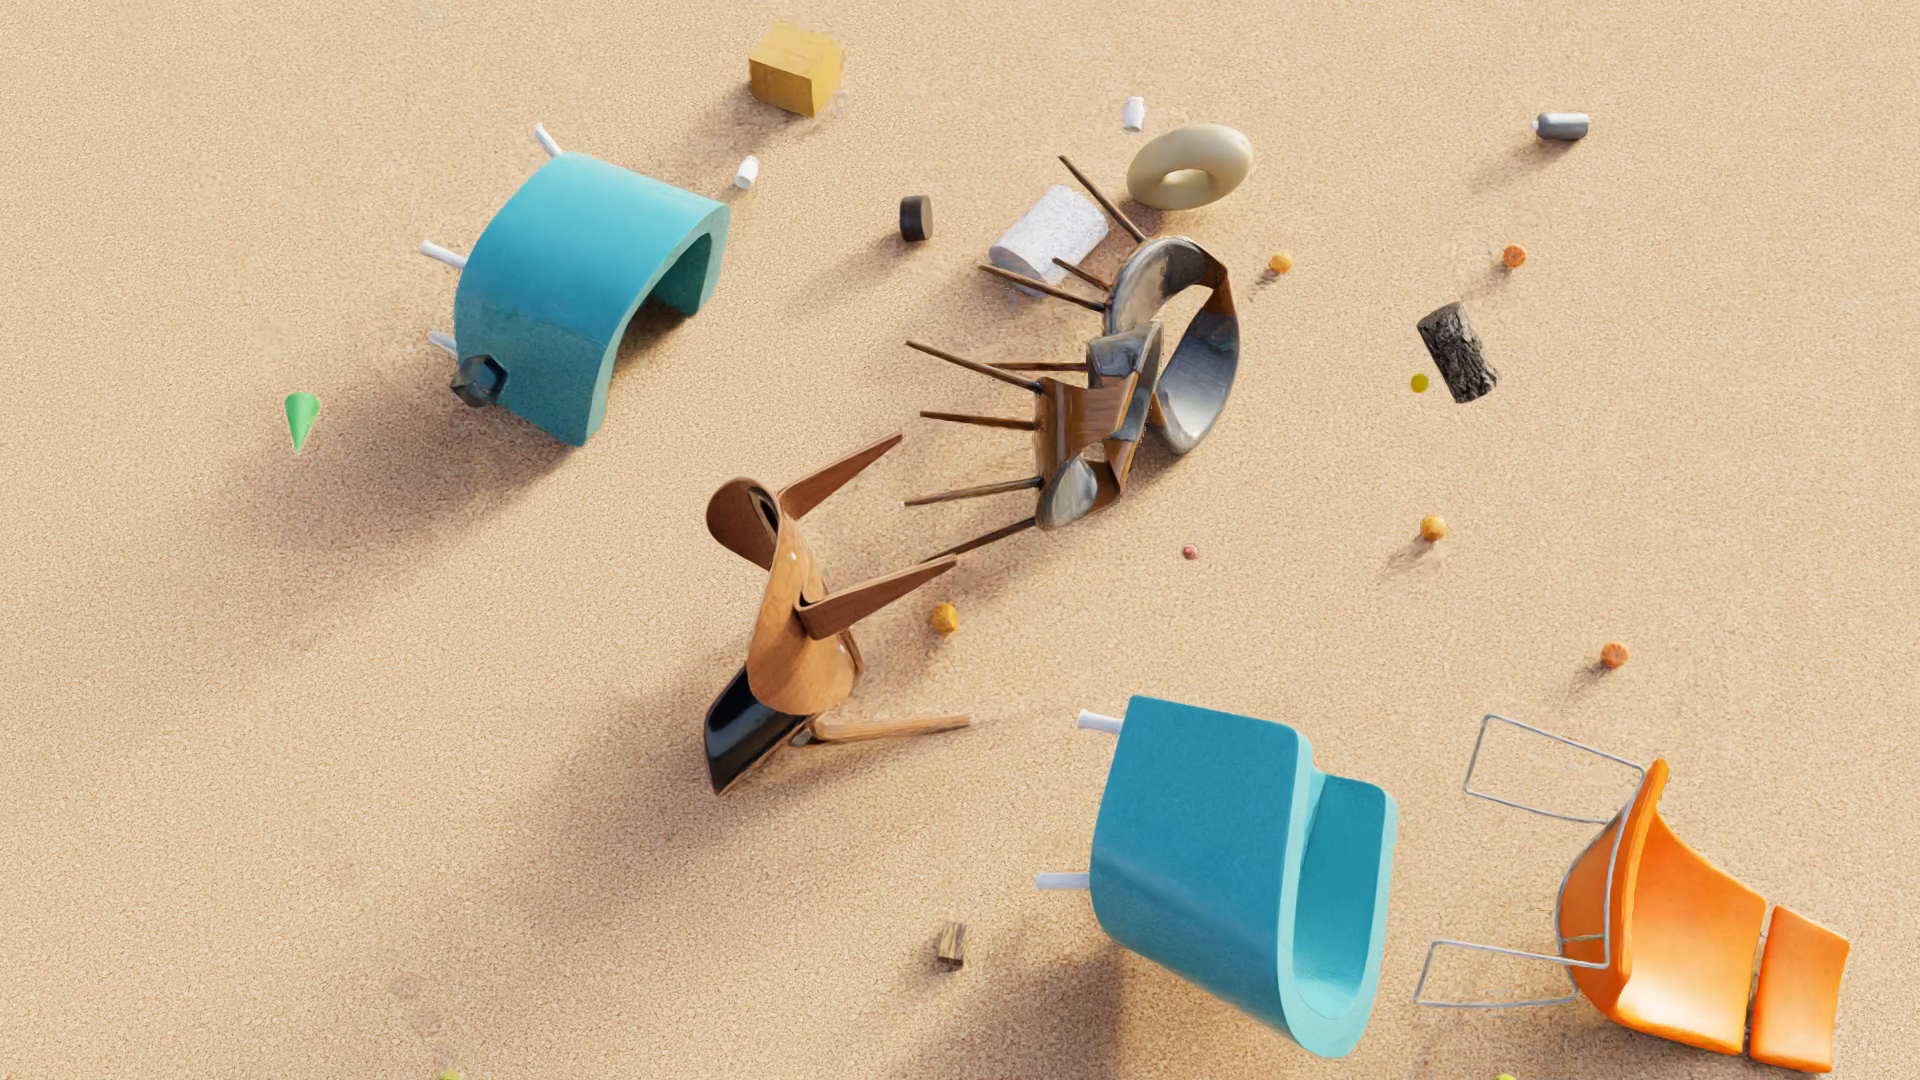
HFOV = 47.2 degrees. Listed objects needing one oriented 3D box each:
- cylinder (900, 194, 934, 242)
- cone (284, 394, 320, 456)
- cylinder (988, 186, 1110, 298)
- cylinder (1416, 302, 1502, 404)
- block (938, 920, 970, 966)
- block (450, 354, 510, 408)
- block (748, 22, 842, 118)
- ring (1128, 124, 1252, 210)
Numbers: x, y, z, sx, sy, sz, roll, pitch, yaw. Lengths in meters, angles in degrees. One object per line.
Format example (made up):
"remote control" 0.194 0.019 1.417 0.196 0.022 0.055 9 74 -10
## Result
"cylinder" -0.143 -1.052 7.192 0.075 0.126 0.149 -3 82 17
"cone" -1.901 -0.317 6.328 0.098 0.112 0.181 12 54 -26
"cylinder" 0.289 -0.970 7.130 0.246 0.154 0.331 38 63 10
"cylinder" 1.443 -0.541 6.361 0.144 0.261 0.111 -30 16 5
"block" -0.015 1.070 5.833 0.066 0.038 0.102 9 57 6
"block" -1.404 -0.465 6.425 0.101 0.097 0.110 -5 52 36
"block" -0.564 -1.613 7.543 0.236 0.185 0.204 20 59 14
"ring" 0.744 -1.209 7.146 0.284 0.497 0.158 32 62 -33
